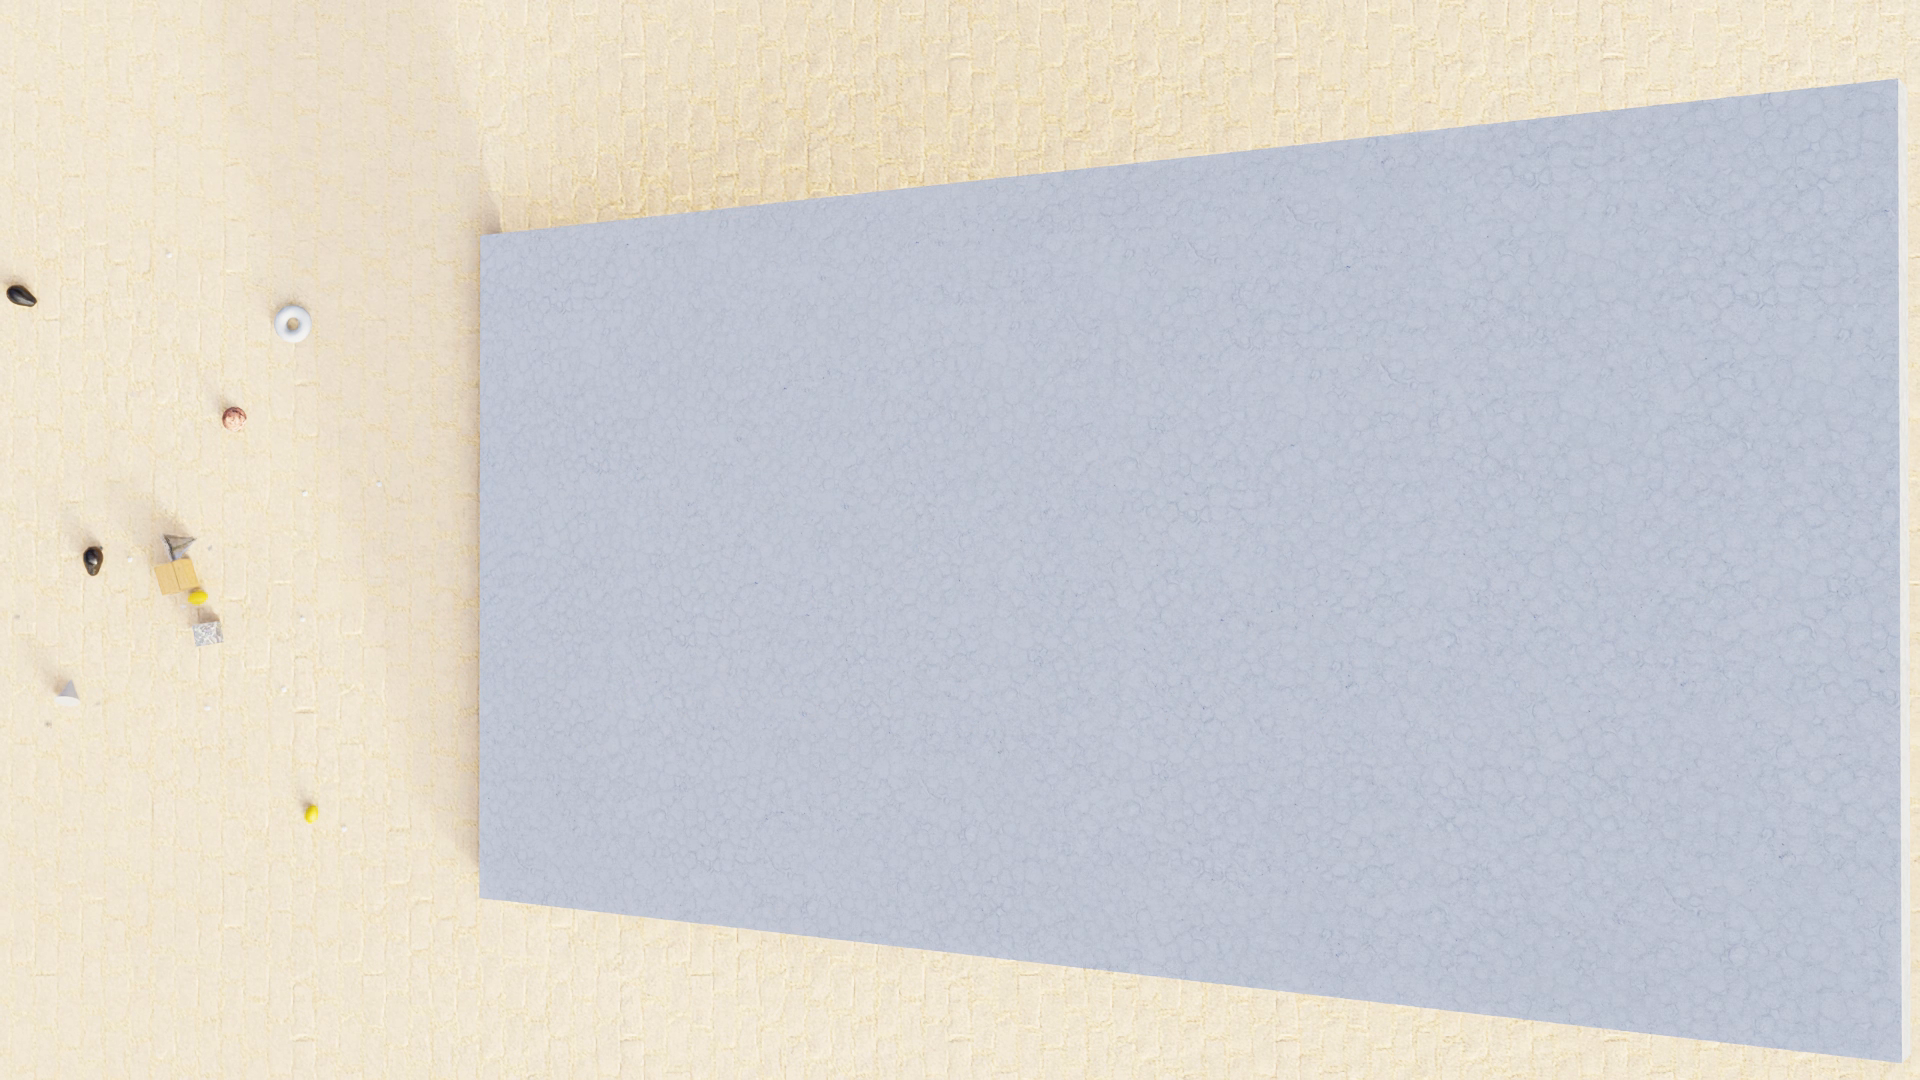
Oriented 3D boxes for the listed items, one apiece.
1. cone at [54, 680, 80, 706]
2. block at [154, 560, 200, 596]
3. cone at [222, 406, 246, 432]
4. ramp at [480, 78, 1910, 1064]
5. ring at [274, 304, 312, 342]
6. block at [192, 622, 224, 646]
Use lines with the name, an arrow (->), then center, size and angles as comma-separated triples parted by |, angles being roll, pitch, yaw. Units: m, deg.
cone -> -2.714, 0.457, 6.701 | 0.074, 0.074, 0.074 | -2, 63, 0
block -> -2.378, 0.113, 6.677 | 0.087, 0.087, 0.087 | -17, 90, 0
cone -> -2.219, -0.370, 6.687 | 0.076, 0.076, 0.076 | 0, 90, 0
ramp -> 0.257, 0.071, 5.592 | 4.000, 0.100, 2.000 | 0, 89, 33
ring -> -2.034, -0.659, 6.708 | 0.116, 0.039, 0.116 | 0, 89, 1
block -> -2.286, 0.285, 6.686 | 0.065, 0.065, 0.065 | -10, 90, 0
